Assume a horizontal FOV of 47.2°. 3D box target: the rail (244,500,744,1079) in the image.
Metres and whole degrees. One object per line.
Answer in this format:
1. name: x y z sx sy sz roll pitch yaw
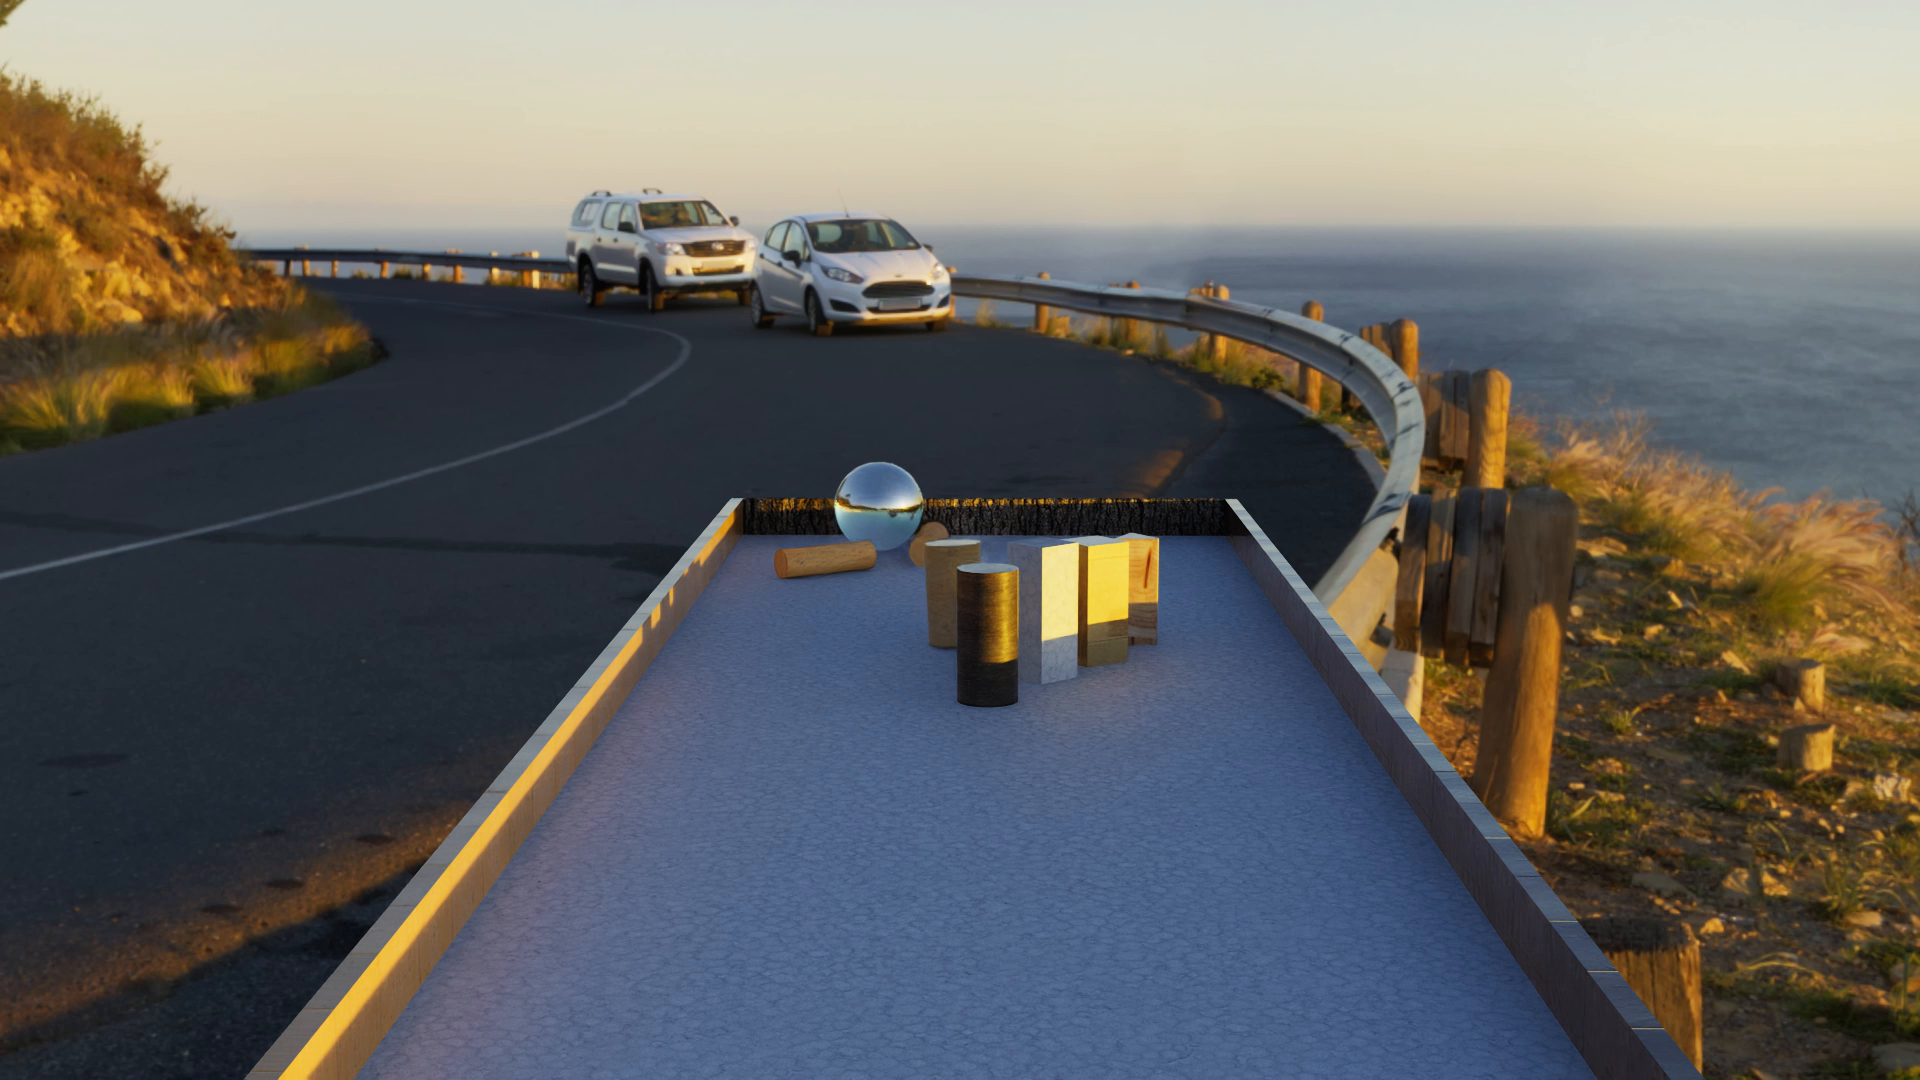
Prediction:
1. rail: -1.004 0.839 3.234 0.050 0.150 12.000 0 9 1

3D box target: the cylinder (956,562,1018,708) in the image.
1. cylinder: 0.077 0.264 6.140 0.172 0.377 0.172 0 9 0

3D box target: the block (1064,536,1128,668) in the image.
1. block: 0.403 0.184 6.668 0.153 0.369 0.153 -6 11 -33

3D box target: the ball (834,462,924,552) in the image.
1. ball: -0.322 -0.133 8.719 0.354 0.354 0.354 0 9 0

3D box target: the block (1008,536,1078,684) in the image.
1. block: 0.241 0.205 6.441 0.147 0.400 0.147 -8 12 -42

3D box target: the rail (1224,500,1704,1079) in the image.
1. rail: 1.046 0.843 3.208 0.050 0.150 12.000 0 9 1

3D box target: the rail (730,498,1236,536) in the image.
1. rail: 0.099 -0.098 9.147 2.100 0.150 0.050 0 9 1

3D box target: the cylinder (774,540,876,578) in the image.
1. cylinder: -0.502 0.072 8.211 0.378 0.109 0.109 -6 11 -33

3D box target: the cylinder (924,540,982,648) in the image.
1. cylinder: -0.017 0.167 6.902 0.175 0.319 0.175 -2 6 0

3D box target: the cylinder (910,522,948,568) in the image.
1. cylinder: -0.120 0.015 8.535 0.119 0.119 0.384 1 9 4

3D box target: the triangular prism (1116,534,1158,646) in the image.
1. triangular prism: 0.549 0.154 6.952 0.138 0.340 0.119 0 9 -3
